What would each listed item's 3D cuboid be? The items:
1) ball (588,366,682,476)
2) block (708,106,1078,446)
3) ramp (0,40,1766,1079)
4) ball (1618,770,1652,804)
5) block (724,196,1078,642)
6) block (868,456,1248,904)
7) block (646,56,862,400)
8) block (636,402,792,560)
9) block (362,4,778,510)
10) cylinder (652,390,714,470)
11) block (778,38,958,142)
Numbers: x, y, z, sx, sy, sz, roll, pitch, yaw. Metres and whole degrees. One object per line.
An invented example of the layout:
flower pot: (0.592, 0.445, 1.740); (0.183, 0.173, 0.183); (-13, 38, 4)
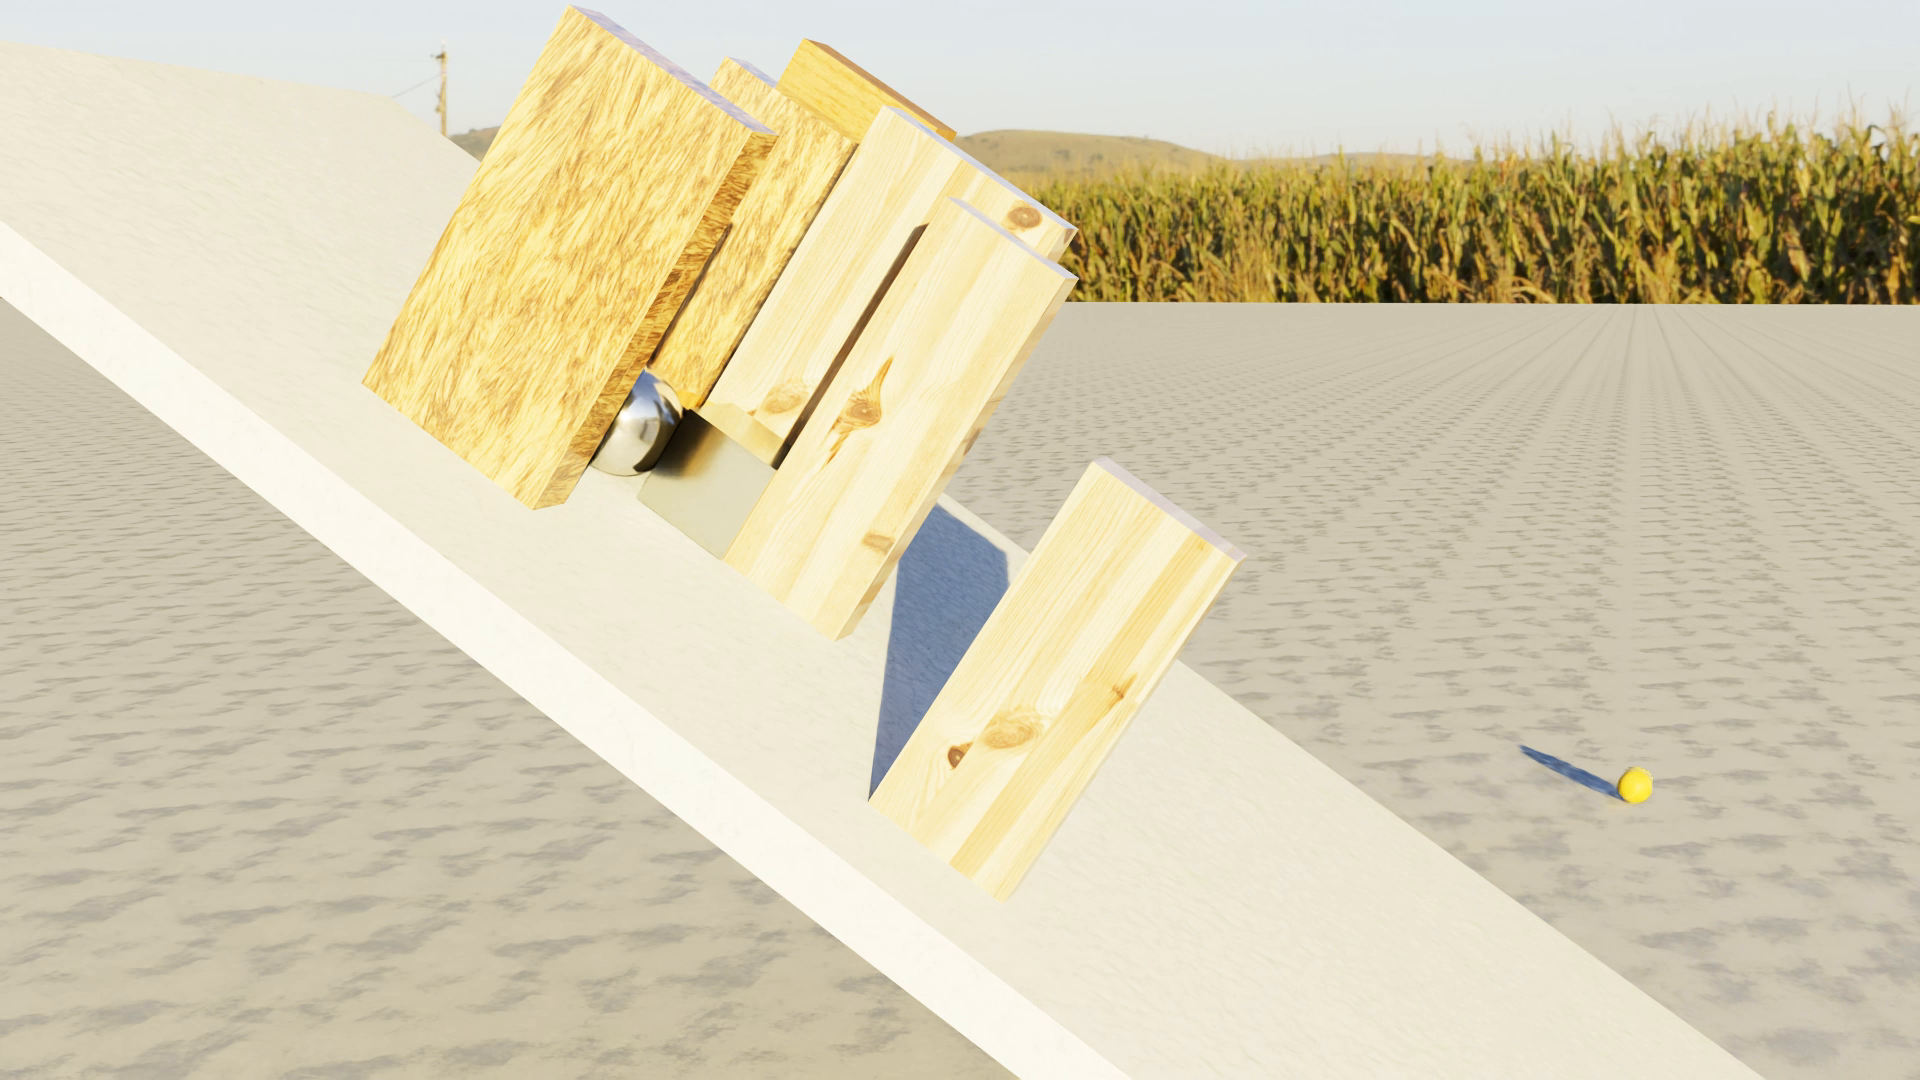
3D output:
ball: (-0.595, -0.217, 3.904); (0.204, 0.204, 0.204); (0, 7, 0)
block: (-0.166, -0.364, 4.119); (0.409, 0.781, 0.101); (36, 15, 10)
ramp: (-0.125, 0.212, 4.099); (4.000, 0.100, 2.000); (36, 15, 10)
ball: (2.368, 0.865, 7.717); (0.117, 0.117, 0.117); (0, 7, 0)
block: (-0.108, -0.203, 3.791); (0.247, 0.751, 0.093); (36, 15, 10)
block: (0.139, 0.209, 3.242); (0.253, 0.626, 0.087); (36, 15, 10)
block: (-0.496, -0.624, 4.525); (0.320, 0.647, 0.111); (36, 15, 10)
block: (-0.418, -0.108, 3.941); (0.192, 0.192, 0.192); (36, 15, 10)
block: (-0.638, -0.450, 3.561); (0.369, 0.716, 0.114); (36, 15, 10)
cylinder: (-0.506, -0.185, 4.111); (0.138, 0.138, 0.138); (30, 15, -9)
block: (-0.360, -0.677, 4.804); (0.357, 0.730, 0.142); (36, 15, 10)
